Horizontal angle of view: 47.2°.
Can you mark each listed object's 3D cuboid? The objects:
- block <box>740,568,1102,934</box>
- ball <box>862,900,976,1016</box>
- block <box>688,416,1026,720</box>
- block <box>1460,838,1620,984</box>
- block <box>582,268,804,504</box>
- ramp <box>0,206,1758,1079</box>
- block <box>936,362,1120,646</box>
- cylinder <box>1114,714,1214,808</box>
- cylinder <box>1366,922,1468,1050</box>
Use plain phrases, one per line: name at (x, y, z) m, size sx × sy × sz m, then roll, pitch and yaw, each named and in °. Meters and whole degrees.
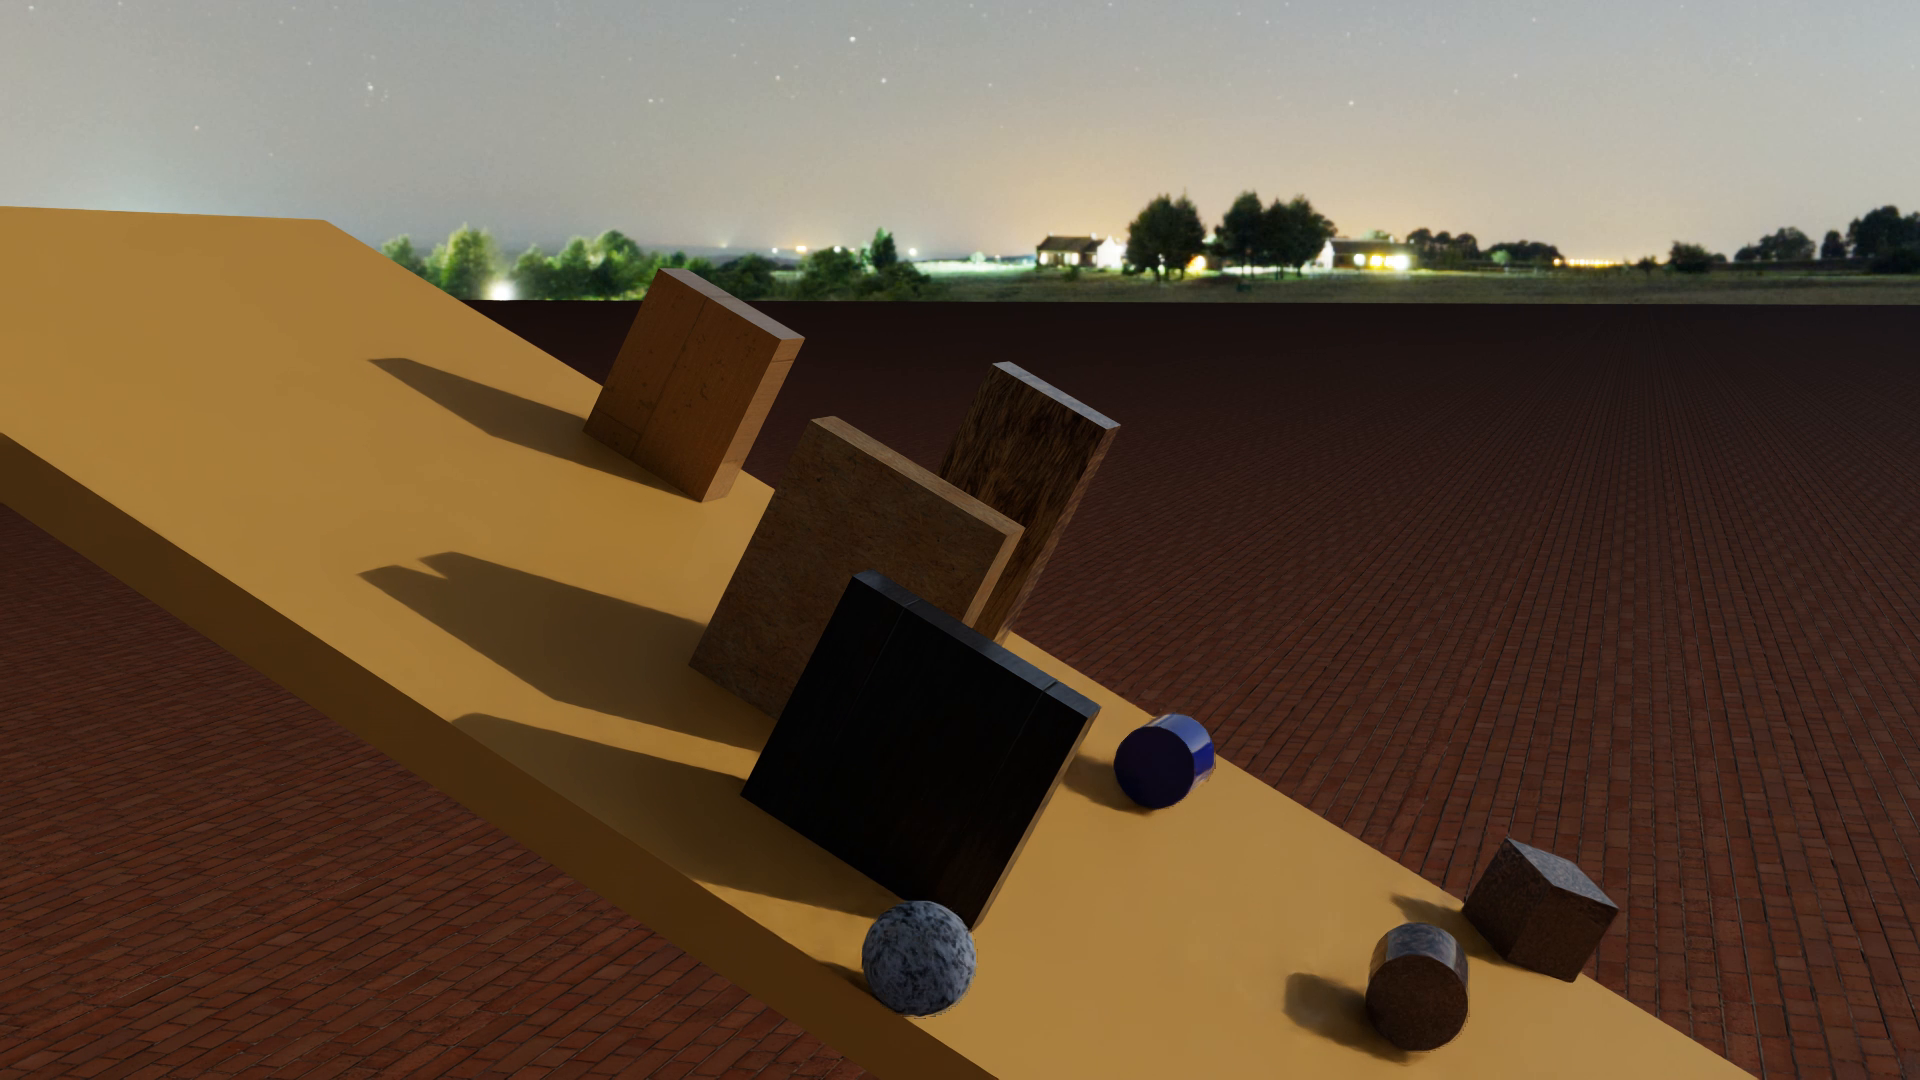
block at (-0.066, 0.333, 3.459) m, size 0.427 × 0.410 × 0.091 m, roll 31°, pitch 14°, yaw 12°
ball at (-0.058, 0.587, 3.089) m, size 0.160 × 0.160 × 0.160 m, roll 0°, pitch 7°, yaw 0°
block at (-0.185, 0.101, 3.869) m, size 0.401 × 0.501 × 0.119 m, roll 31°, pitch 14°, yaw 12°
block at (1.239, 0.792, 4.704) m, size 0.194 × 0.194 × 0.194 m, roll 21°, pitch 15°, yaw -24°
block at (-0.592, -0.345, 4.882) m, size 0.324 × 0.408 × 0.143 m, roll 31°, pitch 14°, yaw 12°
ramp at (-0.215, 0.357, 4.144) m, size 4.000 × 0.100 × 2.000 m, roll 31°, pitch 14°, yaw 12°
block at (0.026, 0.023, 4.164) m, size 0.247 × 0.682 × 0.117 m, roll 31°, pitch 14°, yaw 12°
cylinder at (0.415, 0.446, 4.454) m, size 0.166 × 0.166 × 0.166 m, roll 2°, pitch 5°, yaw 20°
cylinder at (0.819, 0.797, 3.932) m, size 0.176 × 0.176 × 0.176 m, roll 2°, pitch 9°, yaw 13°
